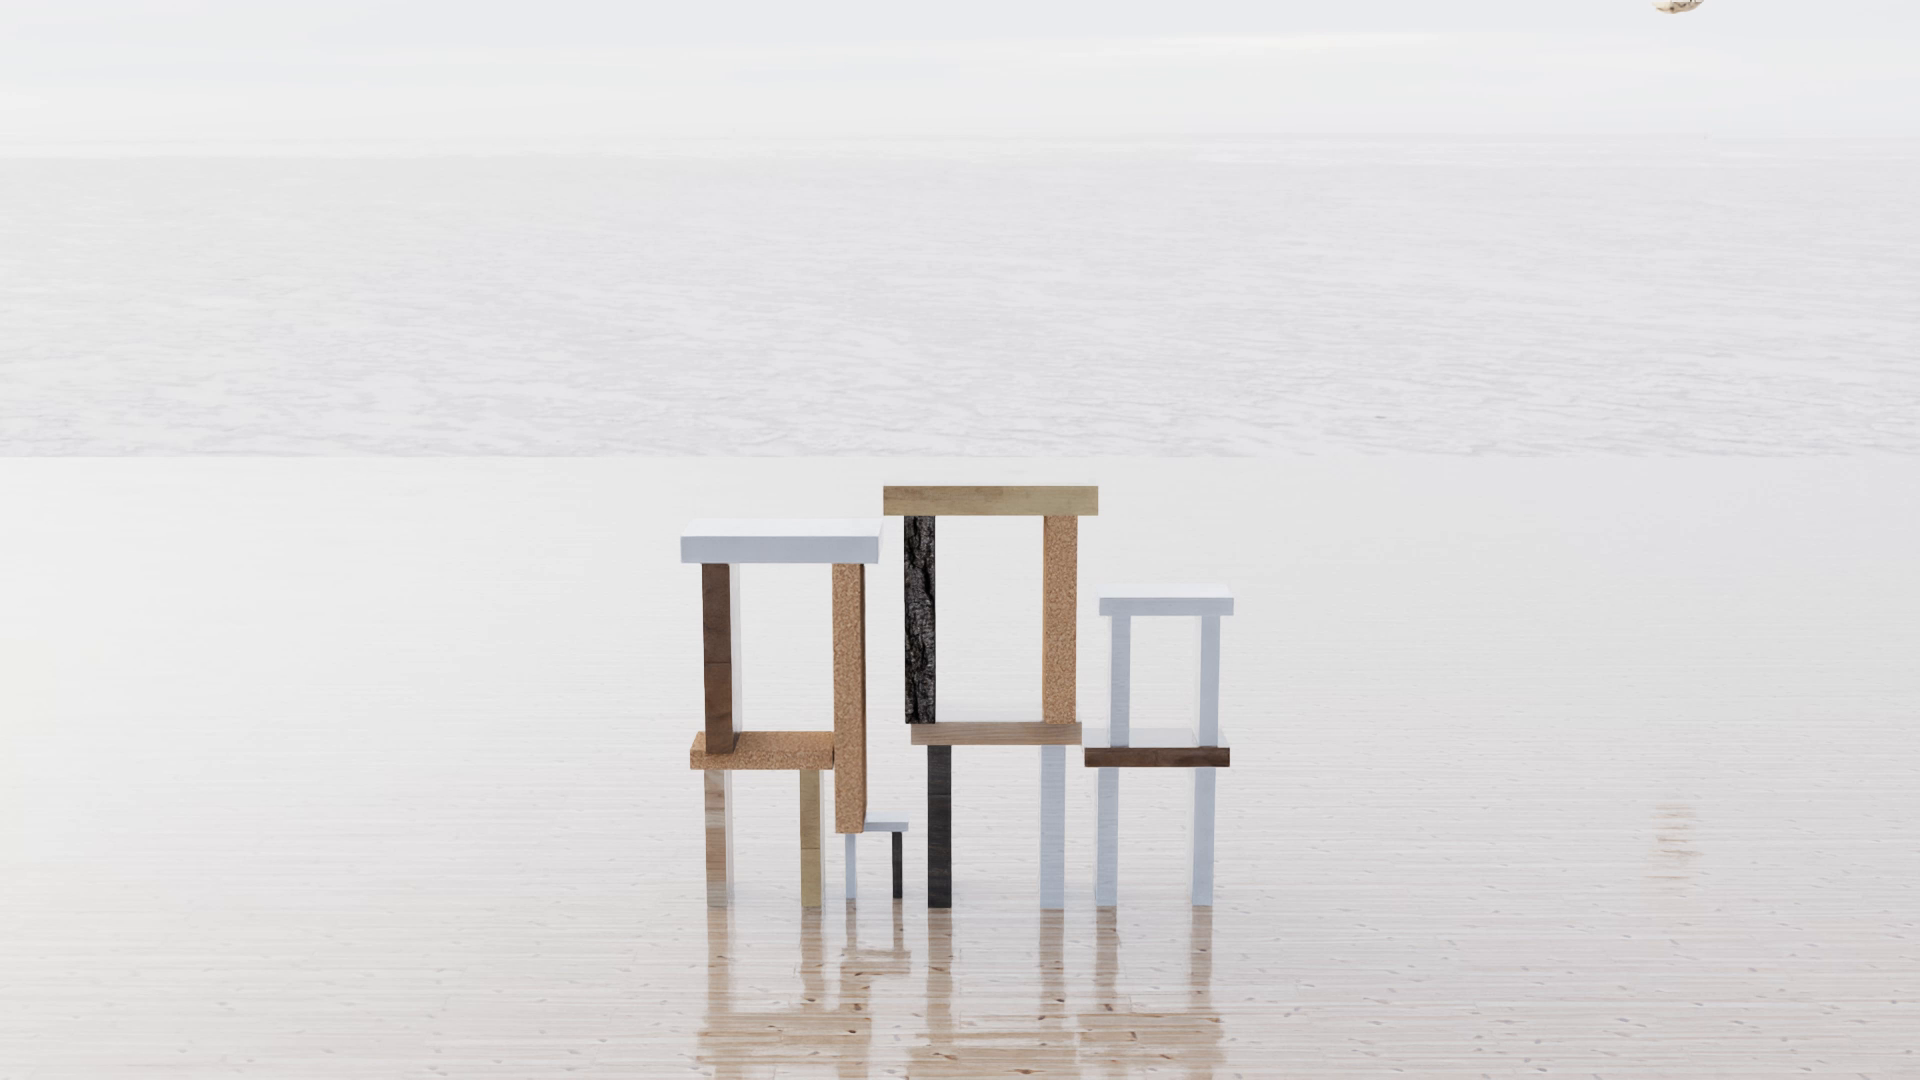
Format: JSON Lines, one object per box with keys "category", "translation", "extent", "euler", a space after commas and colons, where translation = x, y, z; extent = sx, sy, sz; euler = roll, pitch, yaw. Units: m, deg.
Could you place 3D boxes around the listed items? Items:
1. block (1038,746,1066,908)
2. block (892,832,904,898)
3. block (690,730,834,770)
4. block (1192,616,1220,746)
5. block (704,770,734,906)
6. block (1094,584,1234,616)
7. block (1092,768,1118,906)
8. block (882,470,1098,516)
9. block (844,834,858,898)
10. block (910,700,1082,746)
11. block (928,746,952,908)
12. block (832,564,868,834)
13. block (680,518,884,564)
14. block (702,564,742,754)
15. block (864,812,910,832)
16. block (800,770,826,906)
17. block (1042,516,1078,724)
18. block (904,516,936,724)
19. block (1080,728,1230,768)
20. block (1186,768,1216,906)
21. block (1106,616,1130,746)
{"category": "block", "translation": [0.151, 0.454, 3.644], "extent": [0.039, 0.276, 0.138], "euler": [0, 11, 0]}
{"category": "block", "translation": [-0.104, 0.532, 3.664], "extent": [0.016, 0.116, 0.058], "euler": [0, 11, 0]}
{"category": "block", "translation": [-0.322, 0.346, 3.621], "extent": [0.232, 0.033, 0.116], "euler": [0, 11, 0]}
{"category": "block", "translation": [0.403, 0.218, 3.605], "extent": [0.031, 0.216, 0.108], "euler": [0, 11, 0]}
{"category": "block", "translation": [-0.399, 0.476, 3.645], "extent": [0.033, 0.232, 0.116], "euler": [0, 11, 0]}
{"category": "block", "translation": [0.331, 0.097, 3.583], "extent": [0.216, 0.031, 0.108], "euler": [0, 11, 0]}
{"category": "block", "translation": [0.241, 0.474, 3.648], "extent": [0.033, 0.236, 0.118], "euler": [0, 11, 0]}
{"category": "block", "translation": [0.048, -0.078, 3.546], "extent": [0.339, 0.048, 0.170], "euler": [0, 11, 0]}
{"category": "block", "translation": [-0.181, 0.532, 3.664], "extent": [0.016, 0.116, 0.058], "euler": [0, 11, 0]}
{"category": "block", "translation": [0.059, 0.299, 3.614], "extent": [0.276, 0.039, 0.138], "euler": [0, 11, 0]}
{"category": "block", "translation": [-0.033, 0.454, 3.643], "extent": [0.039, 0.276, 0.138], "euler": [0, 11, 0]}
{"category": "block", "translation": [-0.179, 0.242, 3.597], "extent": [0.044, 0.446, 0.157], "euler": [0, 11, 1]}
{"category": "block", "translation": [-0.284, 0.001, 3.553], "extent": [0.313, 0.044, 0.157], "euler": [0, 11, 1]}
{"category": "block", "translation": [-0.387, 0.176, 3.588], "extent": [0.044, 0.313, 0.157], "euler": [0, 11, 0]}
{"category": "block", "translation": [-0.143, 0.467, 3.649], "extent": [0.116, 0.016, 0.058], "euler": [0, 11, 0]}
{"category": "block", "translation": [-0.244, 0.476, 3.645], "extent": [0.033, 0.232, 0.116], "euler": [0, 11, 0]}
{"category": "block", "translation": [0.162, 0.113, 3.581], "extent": [0.048, 0.339, 0.170], "euler": [0, 11, 0]}
{"category": "block", "translation": [-0.065, 0.113, 3.581], "extent": [0.048, 0.339, 0.170], "euler": [0, 11, 0]}
{"category": "block", "translation": [0.320, 0.342, 3.623], "extent": [0.236, 0.033, 0.118], "euler": [0, 11, 0]}
{"category": "block", "translation": [0.398, 0.474, 3.648], "extent": [0.033, 0.236, 0.118], "euler": [0, 11, 0]}
{"category": "block", "translation": [0.259, 0.218, 3.605], "extent": [0.031, 0.216, 0.108], "euler": [0, 11, 0]}
